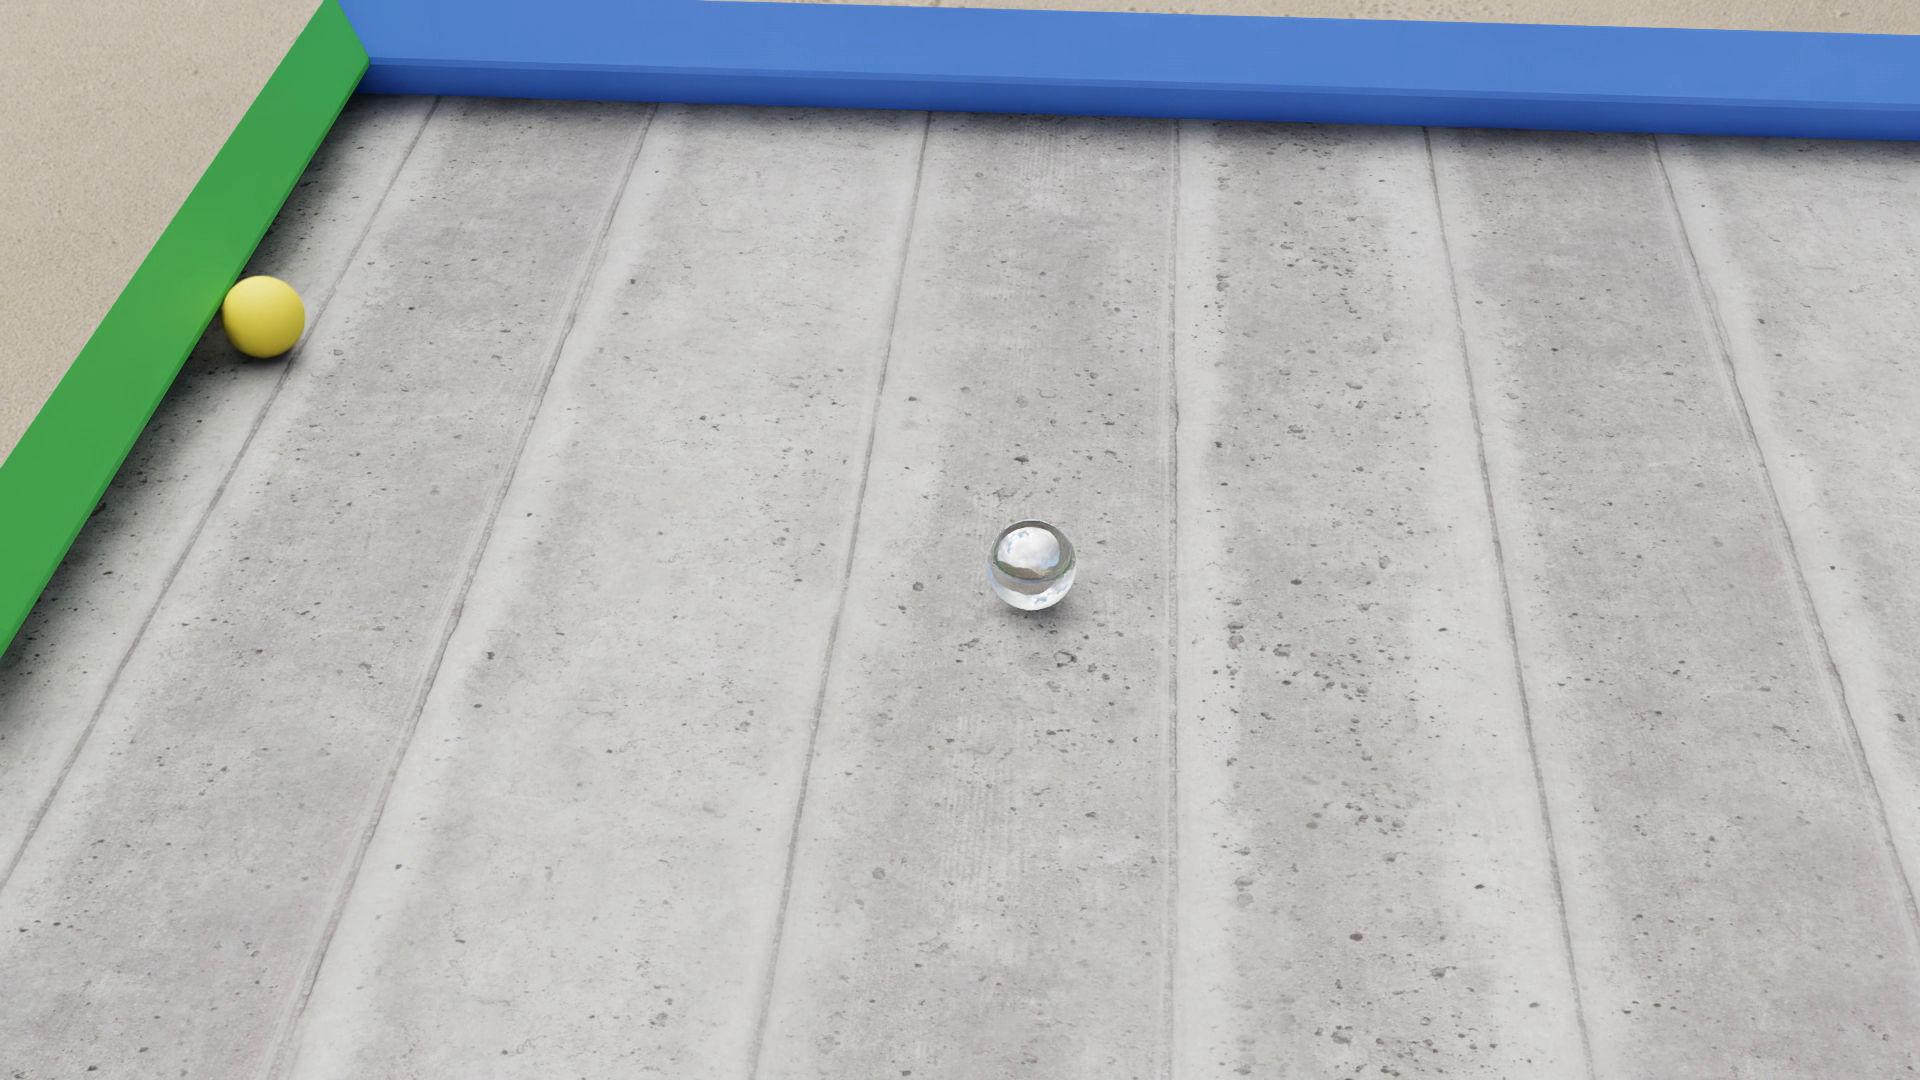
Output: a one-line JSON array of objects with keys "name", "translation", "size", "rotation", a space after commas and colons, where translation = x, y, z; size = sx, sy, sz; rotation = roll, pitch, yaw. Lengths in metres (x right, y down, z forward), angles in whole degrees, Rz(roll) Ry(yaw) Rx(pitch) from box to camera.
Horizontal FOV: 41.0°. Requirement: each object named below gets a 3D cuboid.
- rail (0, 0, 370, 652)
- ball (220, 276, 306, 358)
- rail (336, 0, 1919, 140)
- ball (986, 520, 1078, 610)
[{"name": "rail", "translation": [-0.667, -0.045, 1.941], "size": [0.045, 0.110, 1.619], "rotation": [2, 35, 3]}, {"name": "ball", "translation": [-0.594, -0.190, 2.186], "size": [0.070, 0.070, 0.070], "rotation": [0, 35, 0]}, {"name": "rail", "translation": [0.747, -0.437, 2.505], "size": [2.769, 0.110, 0.045], "rotation": [2, 35, 3]}, {"name": "ball", "translation": [0.053, 0.018, 1.889], "size": [0.067, 0.067, 0.067], "rotation": [0, 35, 0]}]
